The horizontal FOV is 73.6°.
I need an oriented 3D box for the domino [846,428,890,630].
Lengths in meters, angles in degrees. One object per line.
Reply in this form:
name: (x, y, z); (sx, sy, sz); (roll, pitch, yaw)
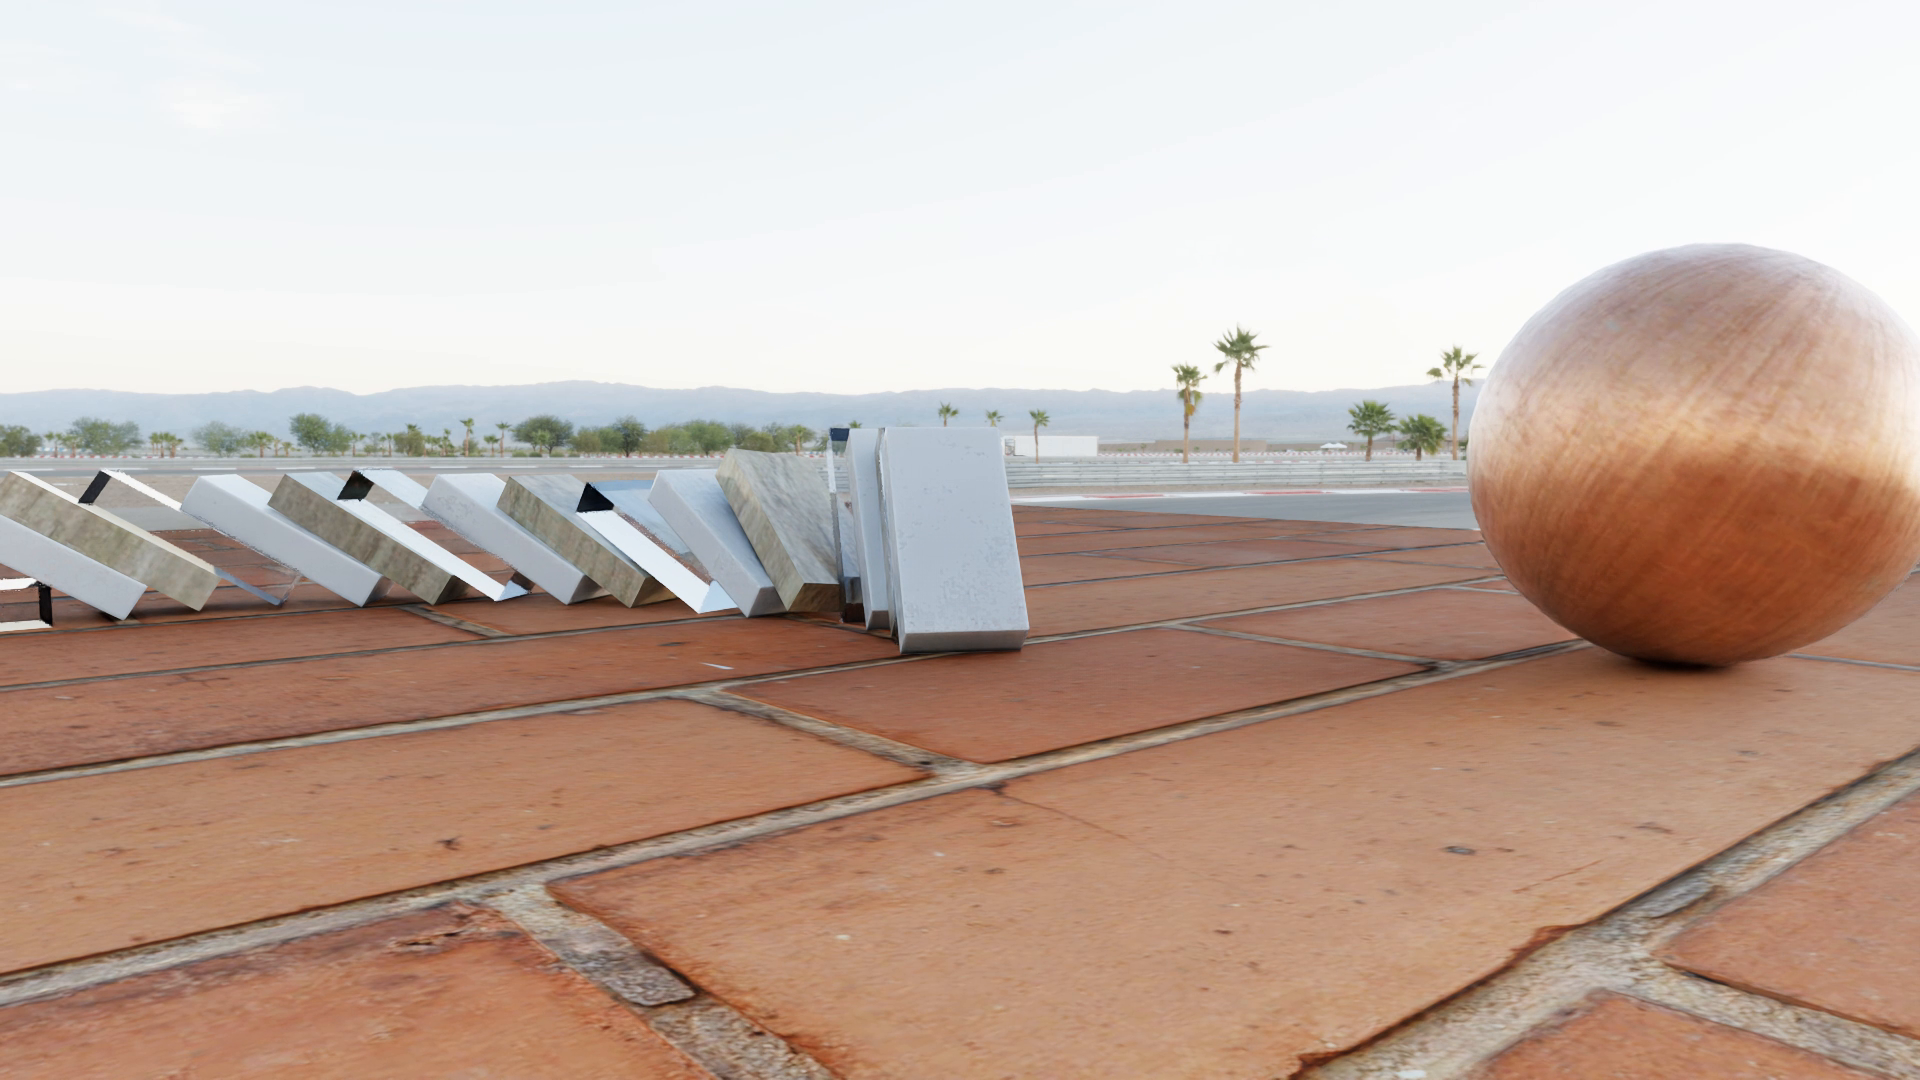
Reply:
domino: (-0.012, -0.003, 0.305); (0.025, 0.050, 0.009); (-1, -31, -14)

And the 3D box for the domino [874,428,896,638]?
domino: (-0.005, -0.003, 0.294); (0.025, 0.050, 0.009); (-1, -31, -11)

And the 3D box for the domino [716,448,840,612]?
domino: (-0.041, -0.003, 0.328); (0.025, 0.009, 0.050); (4, 40, -41)

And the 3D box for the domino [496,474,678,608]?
domino: (-0.098, -0.001, 0.349); (0.050, 0.009, 0.025); (34, 15, 16)

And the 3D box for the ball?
ball: (0.140, -0.016, 0.245); (0.080, 0.080, 0.080); (0, 4, 0)

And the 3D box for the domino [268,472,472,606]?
domino: (-0.158, -0.001, 0.349); (0.050, 0.009, 0.025); (32, 3, -4)

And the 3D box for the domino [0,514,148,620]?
domino: (-0.223, 0.002, 0.306); (0.050, 0.010, 0.025); (38, -19, -33)

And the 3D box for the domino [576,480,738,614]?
domino: (-0.076, 0.001, 0.342); (0.050, 0.010, 0.025); (35, 20, 25)

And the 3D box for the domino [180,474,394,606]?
domino: (-0.177, 0.000, 0.342); (0.050, 0.010, 0.025); (31, -2, -11)

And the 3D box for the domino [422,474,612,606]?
domino: (-0.119, -0.001, 0.352); (0.050, 0.009, 0.025); (33, 10, 9)

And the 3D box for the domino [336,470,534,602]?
domino: (-0.141, -0.002, 0.351); (0.050, 0.010, 0.025); (32, 3, -1)

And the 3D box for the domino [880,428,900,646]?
domino: (-0.003, -0.002, 0.282); (0.025, 0.050, 0.009); (-1, -31, -11)

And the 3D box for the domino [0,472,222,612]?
domino: (-0.212, 0.000, 0.320); (0.050, 0.009, 0.025); (35, -15, -25)

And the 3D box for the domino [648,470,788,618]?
domino: (-0.057, 0.000, 0.333); (0.025, 0.009, 0.050); (-4, 40, -48)

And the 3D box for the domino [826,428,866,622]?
domino: (-0.018, -0.004, 0.315); (0.025, 0.050, 0.010); (0, -31, -14)

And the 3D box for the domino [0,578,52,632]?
domino: (-0.238, 0.016, 0.290); (0.050, 0.010, 0.025); (-4, 6, -44)

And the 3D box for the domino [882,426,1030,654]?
domino: (-0.002, -0.001, 0.271); (0.025, 0.050, 0.010); (-1, -31, -11)

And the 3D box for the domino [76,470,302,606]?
domino: (-0.197, 0.000, 0.331); (0.050, 0.009, 0.025); (33, -11, -20)
